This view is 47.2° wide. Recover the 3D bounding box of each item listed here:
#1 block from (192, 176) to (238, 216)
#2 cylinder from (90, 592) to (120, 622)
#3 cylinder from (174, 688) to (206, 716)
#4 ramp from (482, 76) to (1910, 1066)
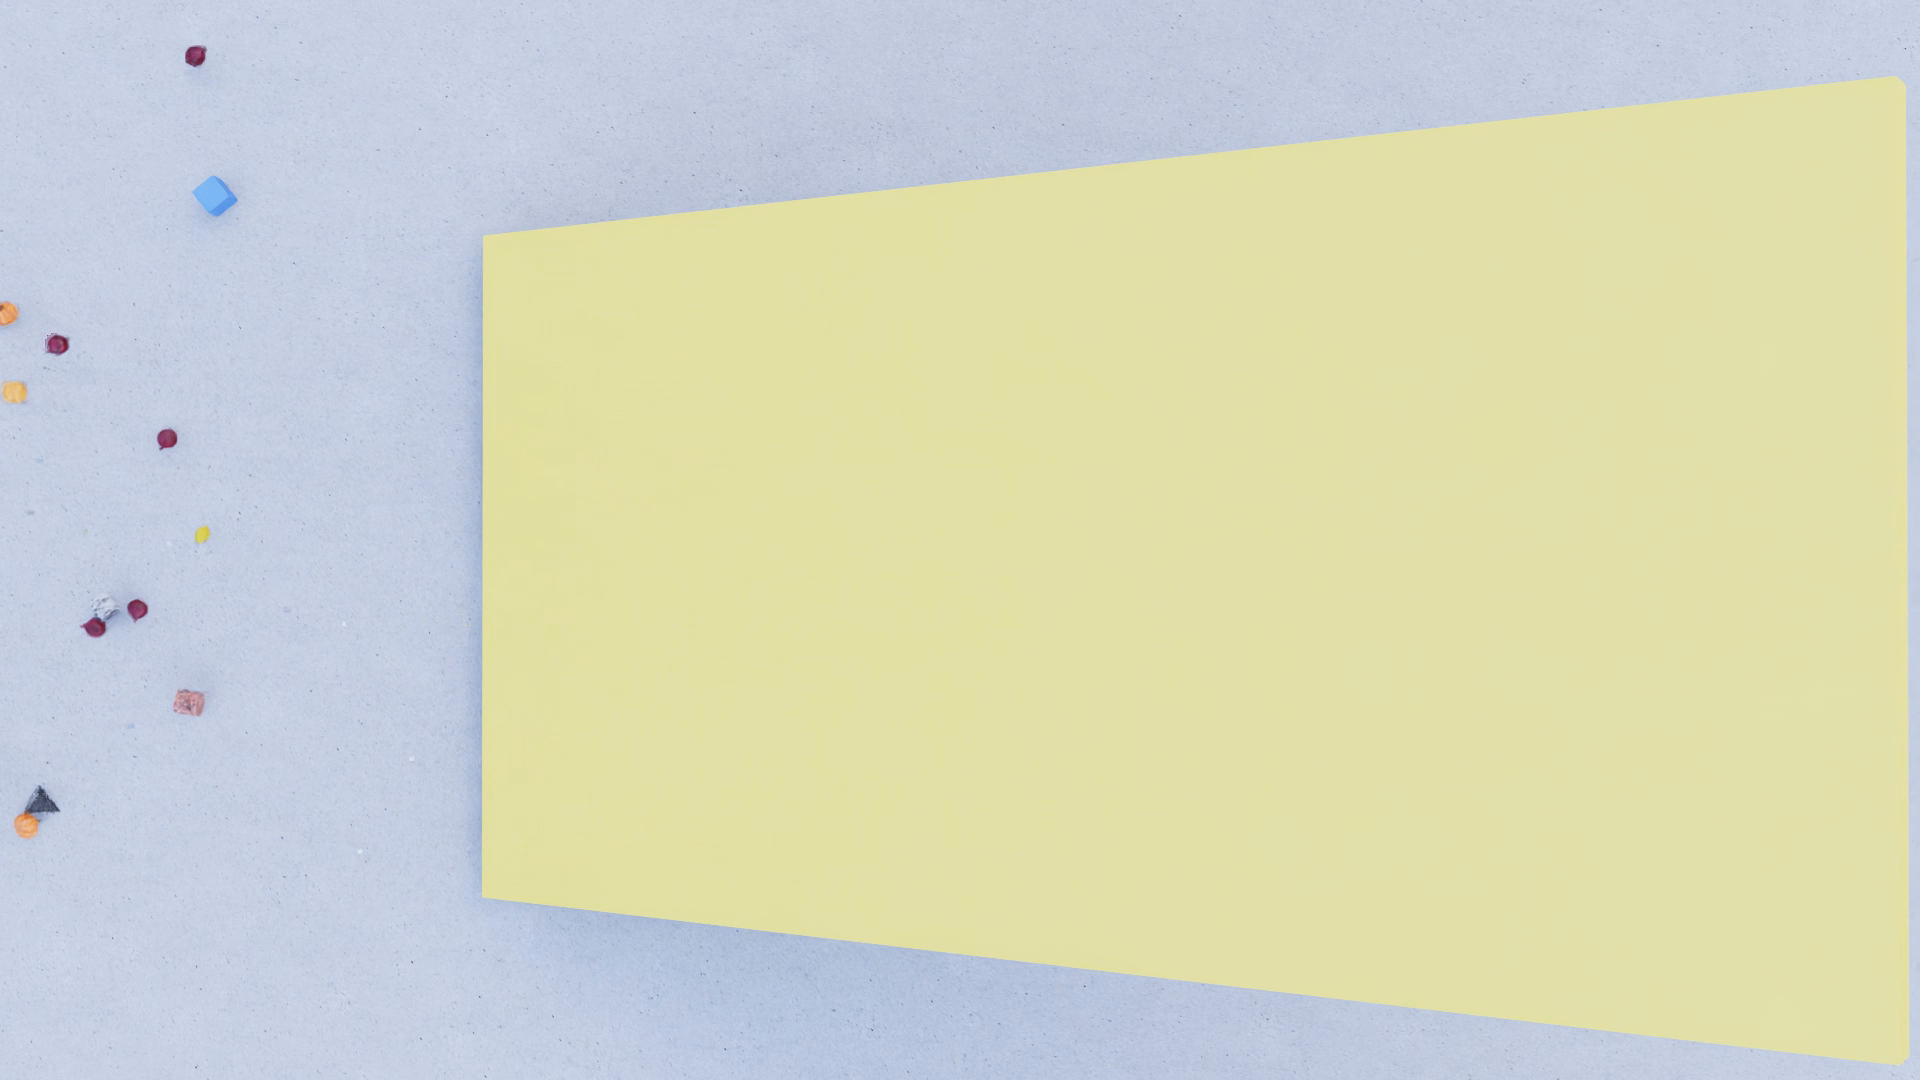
[{"bbox_3d":[-2.269,-1.047,6.698,0.082,0.082,0.082,-39,90,0],"label":"block"},{"bbox_3d":[-2.603,0.203,6.697,0.065,0.065,0.065,-36,90,0],"label":"cylinder"},{"bbox_3d":[-2.345,0.493,6.691,0.070,0.070,0.070,10,90,2],"label":"cylinder"},{"bbox_3d":[0.254,0.070,5.587,4.000,0.100,2.000,0,89,33],"label":"ramp"}]
